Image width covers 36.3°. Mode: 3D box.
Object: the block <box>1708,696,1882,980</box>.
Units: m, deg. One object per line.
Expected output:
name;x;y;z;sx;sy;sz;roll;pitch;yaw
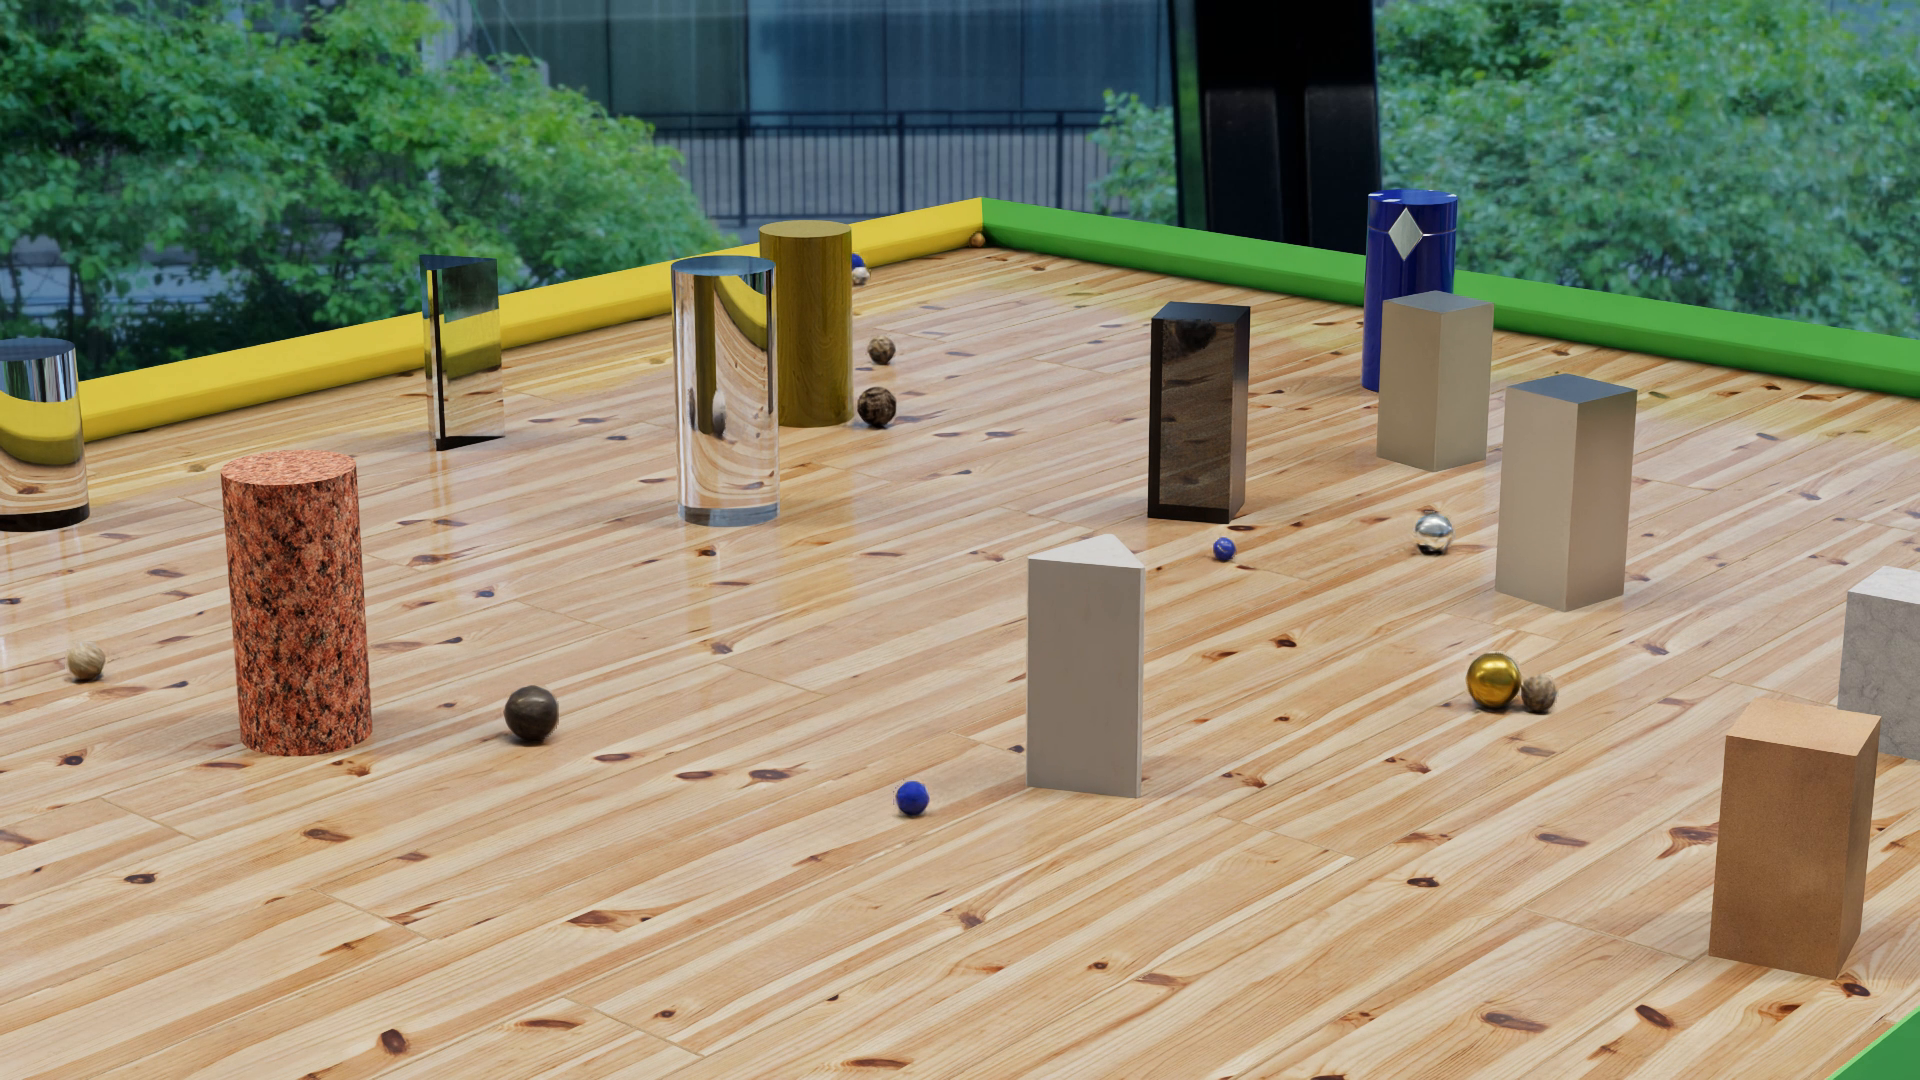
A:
block;1.052;0.374;3.697;0.157;0.297;0.157;8;19;26

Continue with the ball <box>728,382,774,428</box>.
ball;-0.445;-0.289;6.239;0.098;0.098;0.098;0;17;0

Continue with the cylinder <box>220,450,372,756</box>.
cylinder;-0.996;0.093;4.412;0.197;0.421;0.197;0;17;0

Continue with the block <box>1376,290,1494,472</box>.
block;0.965;-0.324;5.959;0.157;0.327;0.157;-13;21;-37

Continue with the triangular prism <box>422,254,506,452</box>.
triangular prism;-1.070;-0.397;6.112;0.148;0.380;0.170;16;23;43

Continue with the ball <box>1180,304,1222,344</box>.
ball;0.575;-0.514;6.988;0.097;0.097;0.097;0;17;0

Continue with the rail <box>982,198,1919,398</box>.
rail;1.600;-0.500;6.885;4.123;0.128;0.045;14;22;39

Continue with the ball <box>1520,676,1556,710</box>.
ball;0.901;0.238;4.566;0.055;0.055;0.055;0;17;0

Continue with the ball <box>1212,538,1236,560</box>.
ball;0.480;0.016;5.328;0.041;0.041;0.041;0;17;0

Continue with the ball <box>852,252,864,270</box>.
ball;-0.285;-0.721;7.721;0.070;0.070;0.070;0;17;0

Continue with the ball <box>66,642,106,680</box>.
ball;-1.402;0.194;4.705;0.059;0.059;0.059;0;17;0

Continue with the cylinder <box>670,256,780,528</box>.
cylinder;-0.443;-0.283;5.556;0.197;0.482;0.197;0;17;0

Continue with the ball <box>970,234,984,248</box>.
ball;0.048;-0.830;8.134;0.042;0.042;0.042;0;17;0

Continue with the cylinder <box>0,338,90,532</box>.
cylinder;-1.762;-0.200;5.546;0.197;0.329;0.197;0;17;0

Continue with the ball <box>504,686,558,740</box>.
ball;-0.649;0.262;4.442;0.082;0.082;0.082;0;17;0

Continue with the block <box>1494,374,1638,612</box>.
block;1.051;-0.084;5.090;0.157;0.370;0.157;-13;21;-37

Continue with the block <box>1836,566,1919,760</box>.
block;1.431;0.186;4.416;0.157;0.241;0.157;12;20;34

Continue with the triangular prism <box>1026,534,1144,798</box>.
triangular prism;0.198;0.177;4.261;0.170;0.347;0.148;5;17;16

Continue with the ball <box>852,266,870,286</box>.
ball;-0.260;-0.689;7.656;0.047;0.047;0.047;0;17;0

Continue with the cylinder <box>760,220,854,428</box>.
cylinder;-0.328;-0.464;6.279;0.197;0.411;0.197;0;17;0

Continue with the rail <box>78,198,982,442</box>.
rail;-1.539;-0.354;6.399;0.045;0.128;4.929;14;22;39

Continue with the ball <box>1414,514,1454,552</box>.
ball;0.868;-0.014;5.373;0.071;0.071;0.071;0;17;0

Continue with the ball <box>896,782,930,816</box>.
ball;-0.067;0.366;4.155;0.048;0.048;0.048;0;17;0

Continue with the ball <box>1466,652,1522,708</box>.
ball;0.833;0.218;4.579;0.086;0.086;0.086;0;17;0

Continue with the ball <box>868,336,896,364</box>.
ball;-0.182;-0.442;6.808;0.064;0.064;0.064;0;17;0

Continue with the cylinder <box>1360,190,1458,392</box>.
cylinder;1.002;-0.554;6.547;0.197;0.429;0.197;0;17;0

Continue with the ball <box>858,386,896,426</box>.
ball;-0.177;-0.285;6.251;0.084;0.084;0.084;0;17;0

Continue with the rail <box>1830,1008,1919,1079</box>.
rail;1.539;0.418;3.841;0.045;0.128;4.929;14;22;39

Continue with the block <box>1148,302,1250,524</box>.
block;0.455;-0.244;5.586;0.157;0.389;0.157;5;17;16
